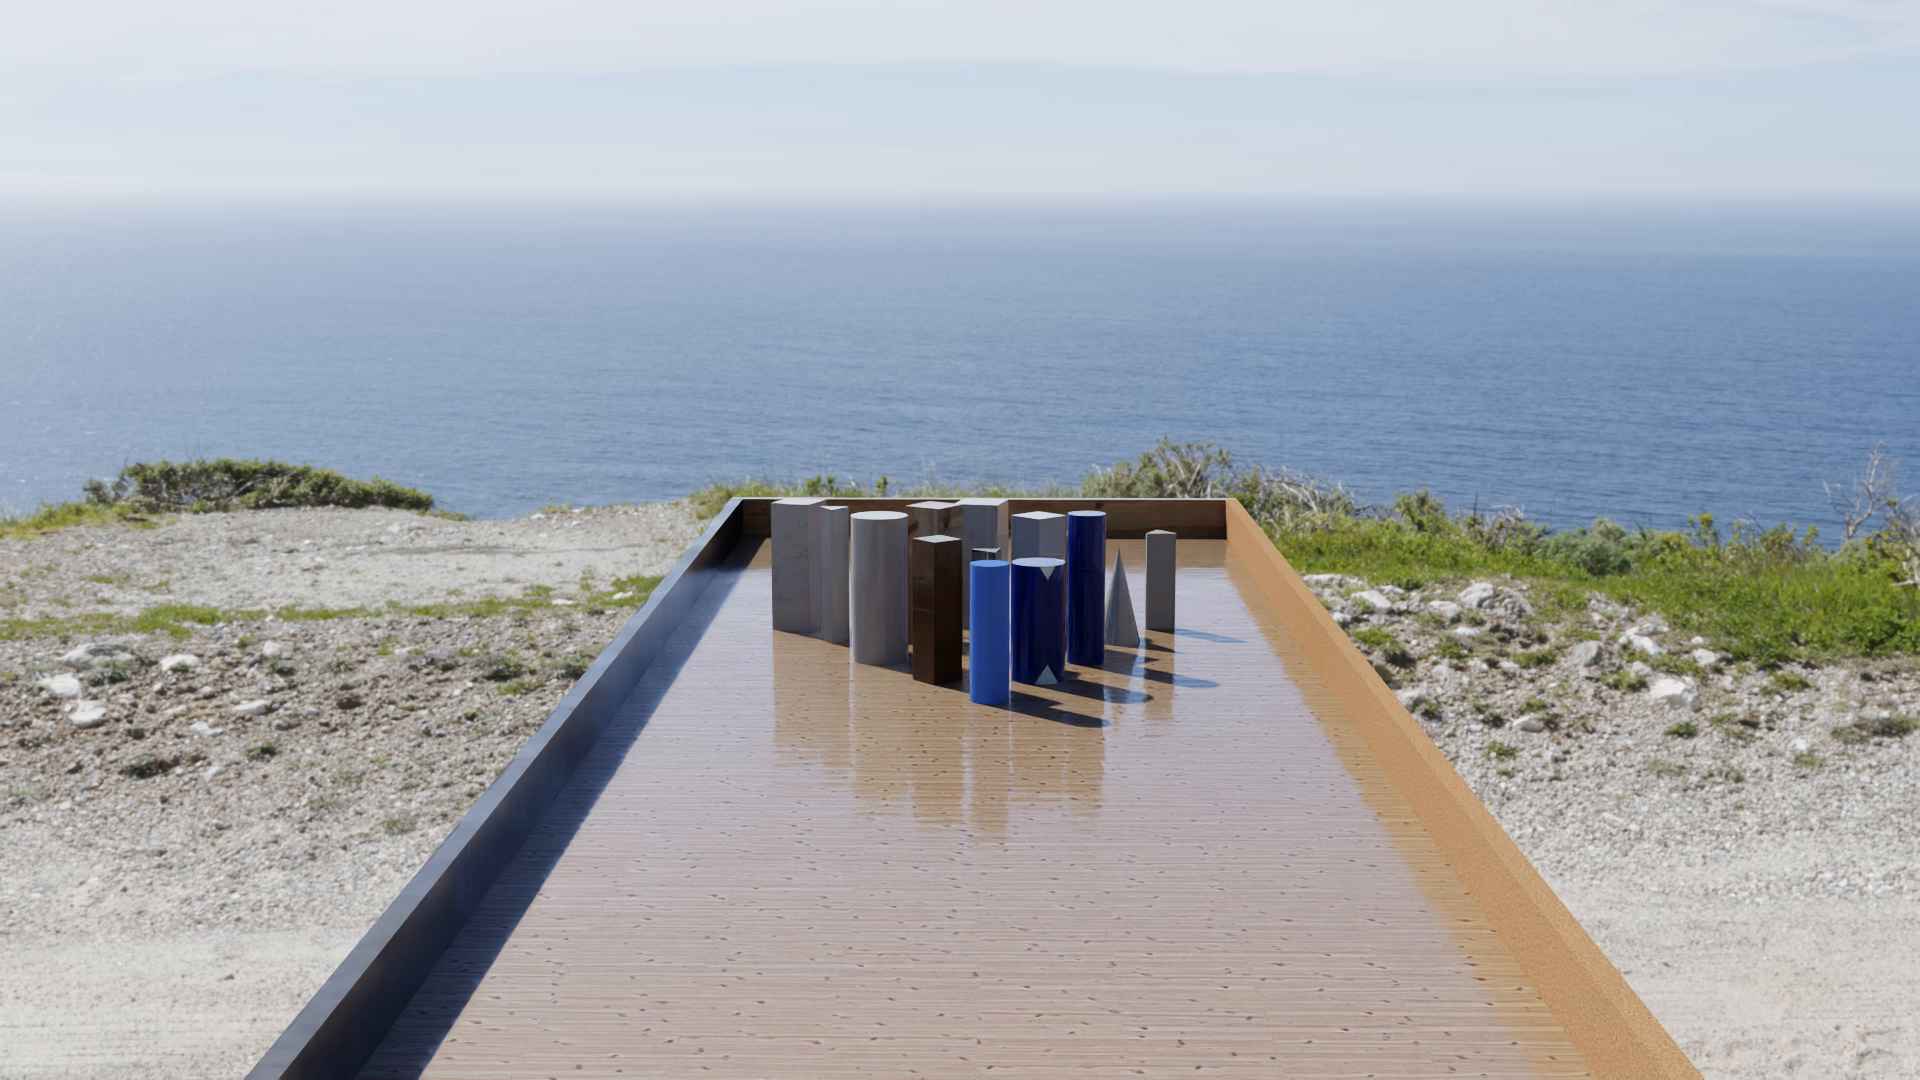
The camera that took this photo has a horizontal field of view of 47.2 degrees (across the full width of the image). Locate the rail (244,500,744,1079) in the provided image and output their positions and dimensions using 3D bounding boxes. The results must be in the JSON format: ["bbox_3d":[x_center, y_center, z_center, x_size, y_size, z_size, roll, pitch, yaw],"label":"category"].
[{"bbox_3d":[-1.004,0.839,3.234,0.050,0.150,12.000,0,9,1],"label":"rail"}]

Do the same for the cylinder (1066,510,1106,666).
[{"bbox_3d":[0.381,0.145,6.645,0.115,0.455,0.115,0,9,0],"label":"cylinder"}]

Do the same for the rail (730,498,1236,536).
[{"bbox_3d":[0.099,-0.098,9.147,2.100,0.150,0.050,0,9,1],"label":"rail"}]

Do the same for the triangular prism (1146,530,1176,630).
[{"bbox_3d":[0.650,0.128,7.192,0.097,0.316,0.084,-1,9,-3],"label":"triangular prism"}]

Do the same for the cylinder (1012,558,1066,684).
[{"bbox_3d":[0.228,0.235,6.417,0.158,0.347,0.158,0,9,0],"label":"cylinder"}]

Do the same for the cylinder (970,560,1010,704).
[{"bbox_3d":[0.083,0.257,6.145,0.111,0.389,0.111,0,9,0],"label":"cylinder"}]

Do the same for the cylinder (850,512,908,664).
[{"bbox_3d":[-0.244,0.144,6.682,0.174,0.443,0.174,0,9,0],"label":"cylinder"}]

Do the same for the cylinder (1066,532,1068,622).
[{"bbox_3d":[0.350,0.132,7.179,0.101,0.311,0.101,0,9,0],"label":"cylinder"}]

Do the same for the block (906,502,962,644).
[{"bbox_3d":[-0.081,0.108,6.926,0.130,0.439,0.130,6,11,35],"label":"block"}]

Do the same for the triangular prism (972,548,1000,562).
[{"bbox_3d":[0.097,0.195,6.697,0.093,0.339,0.080,8,12,42],"label":"triangular prism"}]

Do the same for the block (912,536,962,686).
[{"bbox_3d":[-0.066,0.203,6.393,0.102,0.418,0.102,-7,11,-38],"label":"block"}]

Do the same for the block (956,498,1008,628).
[{"bbox_3d":[0.070,0.077,7.214,0.146,0.410,0.146,2,9,15],"label":"block"}]

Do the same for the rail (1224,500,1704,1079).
[{"bbox_3d":[1.046,0.843,3.208,0.050,0.150,12.000,0,9,1],"label":"rail"}]

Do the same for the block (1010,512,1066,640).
[{"bbox_3d":[0.248,0.122,6.952,0.123,0.404,0.123,-8,12,-43],"label":"block"}]

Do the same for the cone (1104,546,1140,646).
[{"bbox_3d":[0.502,0.170,6.959,0.141,0.305,0.141,0,9,0],"label":"cone"}]

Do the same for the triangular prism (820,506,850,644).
[{"bbox_3d":[-0.409,0.108,6.961,0.078,0.428,0.090,6,11,32],"label":"triangular prism"}]

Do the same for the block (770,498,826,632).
[{"bbox_3d":[-0.524,0.080,7.169,0.133,0.417,0.133,4,10,22],"label":"block"}]
